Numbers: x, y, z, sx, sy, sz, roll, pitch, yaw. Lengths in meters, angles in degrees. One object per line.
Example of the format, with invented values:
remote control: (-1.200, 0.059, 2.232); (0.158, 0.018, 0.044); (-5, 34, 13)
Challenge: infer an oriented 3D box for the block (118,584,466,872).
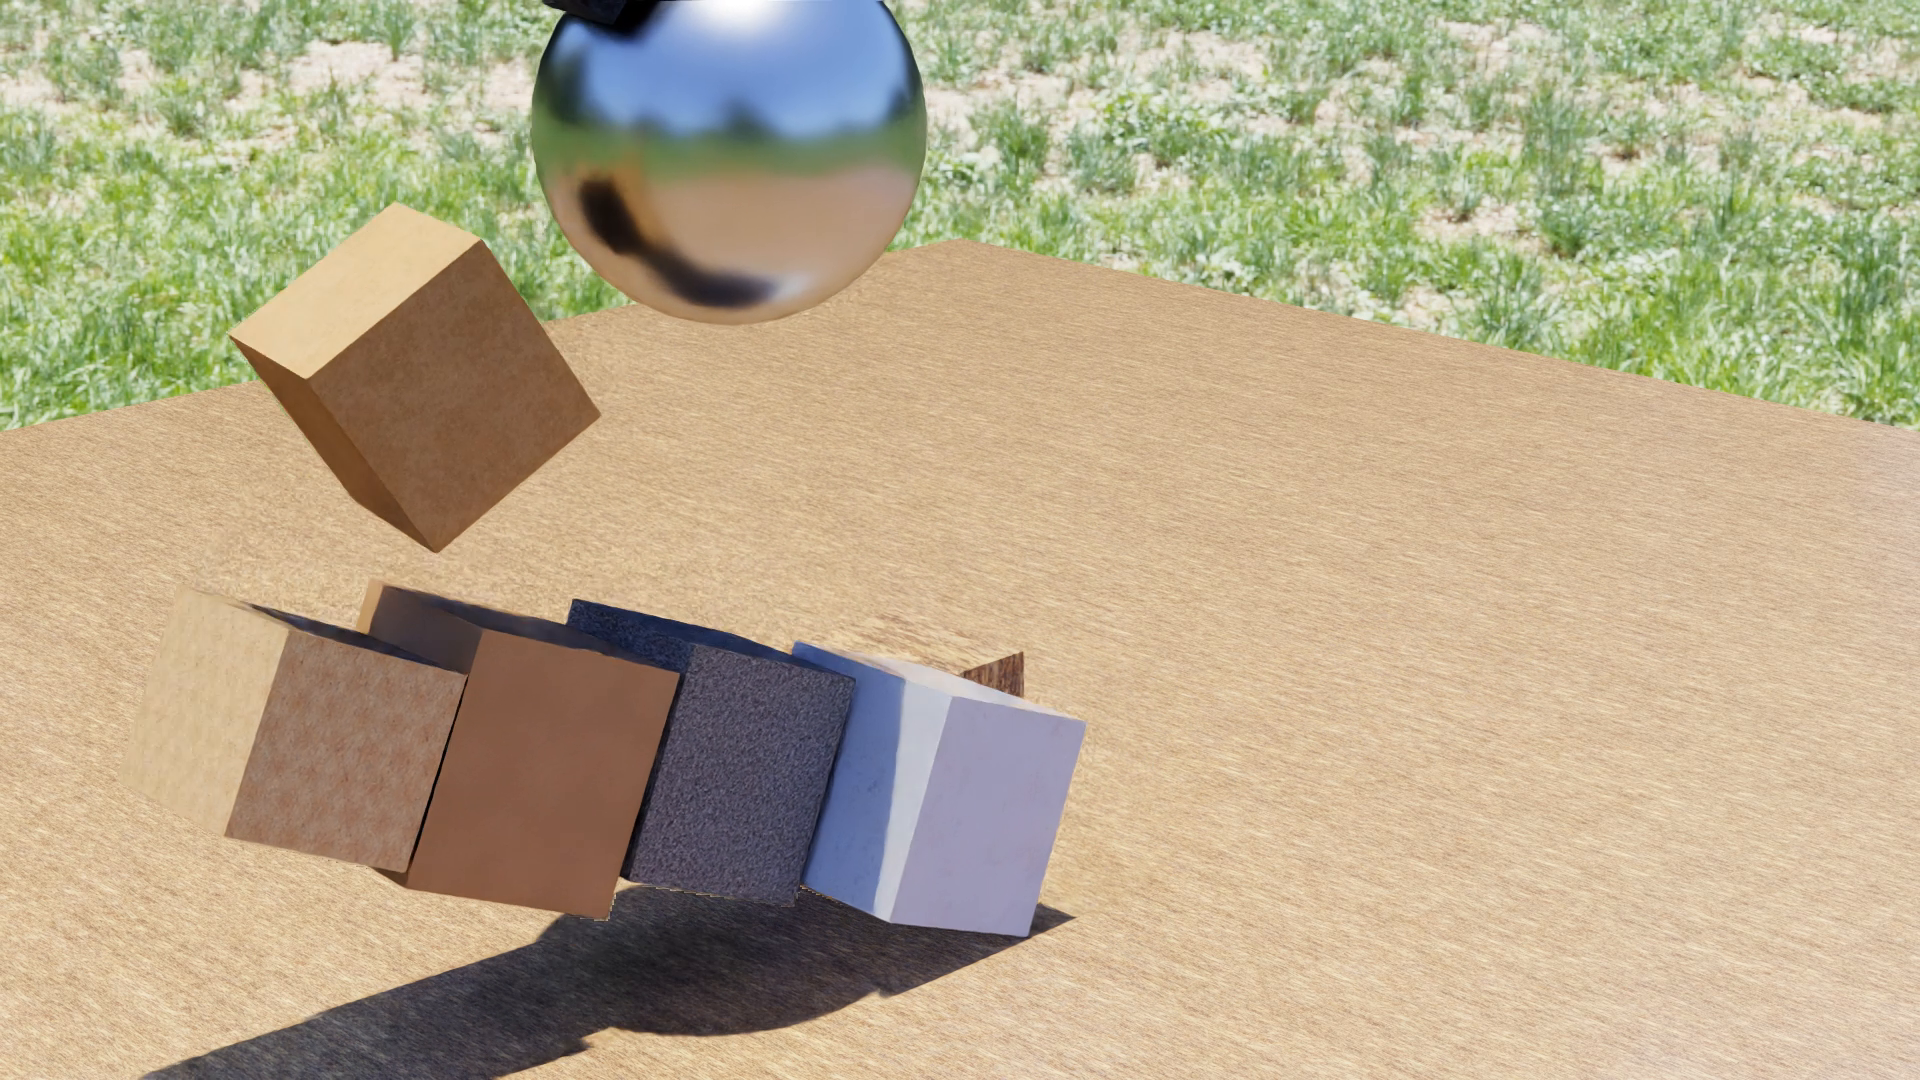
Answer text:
block: (-2.553, 0.717, 11.206); (0.789, 0.784, 0.889); (19, -3, -42)

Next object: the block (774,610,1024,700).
block: (-0.353, 0.934, 13.994); (0.986, 0.827, 0.870); (-17, 24, -42)

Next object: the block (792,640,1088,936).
block: (-0.212, 1.086, 12.811); (0.975, 0.979, 0.900); (17, 2, 43)

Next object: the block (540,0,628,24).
block: (-1.539, -2.493, 11.217); (0.686, 0.707, 0.653); (32, -2, -33)

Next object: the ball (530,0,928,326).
ball: (-0.929, -1.666, 11.844); (1.600, 1.600, 1.600); (0, 17, 0)

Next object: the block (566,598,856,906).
block: (-1.183, 0.900, 12.498); (0.881, 1.001, 0.906); (15, 1, -42)

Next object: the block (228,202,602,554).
block: (-2.080, -0.632, 11.192); (0.828, 0.872, 0.821); (-42, 34, -16)

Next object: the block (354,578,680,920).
block: (-1.910, 0.845, 11.863); (0.968, 1.041, 0.888); (16, 1, -42)
